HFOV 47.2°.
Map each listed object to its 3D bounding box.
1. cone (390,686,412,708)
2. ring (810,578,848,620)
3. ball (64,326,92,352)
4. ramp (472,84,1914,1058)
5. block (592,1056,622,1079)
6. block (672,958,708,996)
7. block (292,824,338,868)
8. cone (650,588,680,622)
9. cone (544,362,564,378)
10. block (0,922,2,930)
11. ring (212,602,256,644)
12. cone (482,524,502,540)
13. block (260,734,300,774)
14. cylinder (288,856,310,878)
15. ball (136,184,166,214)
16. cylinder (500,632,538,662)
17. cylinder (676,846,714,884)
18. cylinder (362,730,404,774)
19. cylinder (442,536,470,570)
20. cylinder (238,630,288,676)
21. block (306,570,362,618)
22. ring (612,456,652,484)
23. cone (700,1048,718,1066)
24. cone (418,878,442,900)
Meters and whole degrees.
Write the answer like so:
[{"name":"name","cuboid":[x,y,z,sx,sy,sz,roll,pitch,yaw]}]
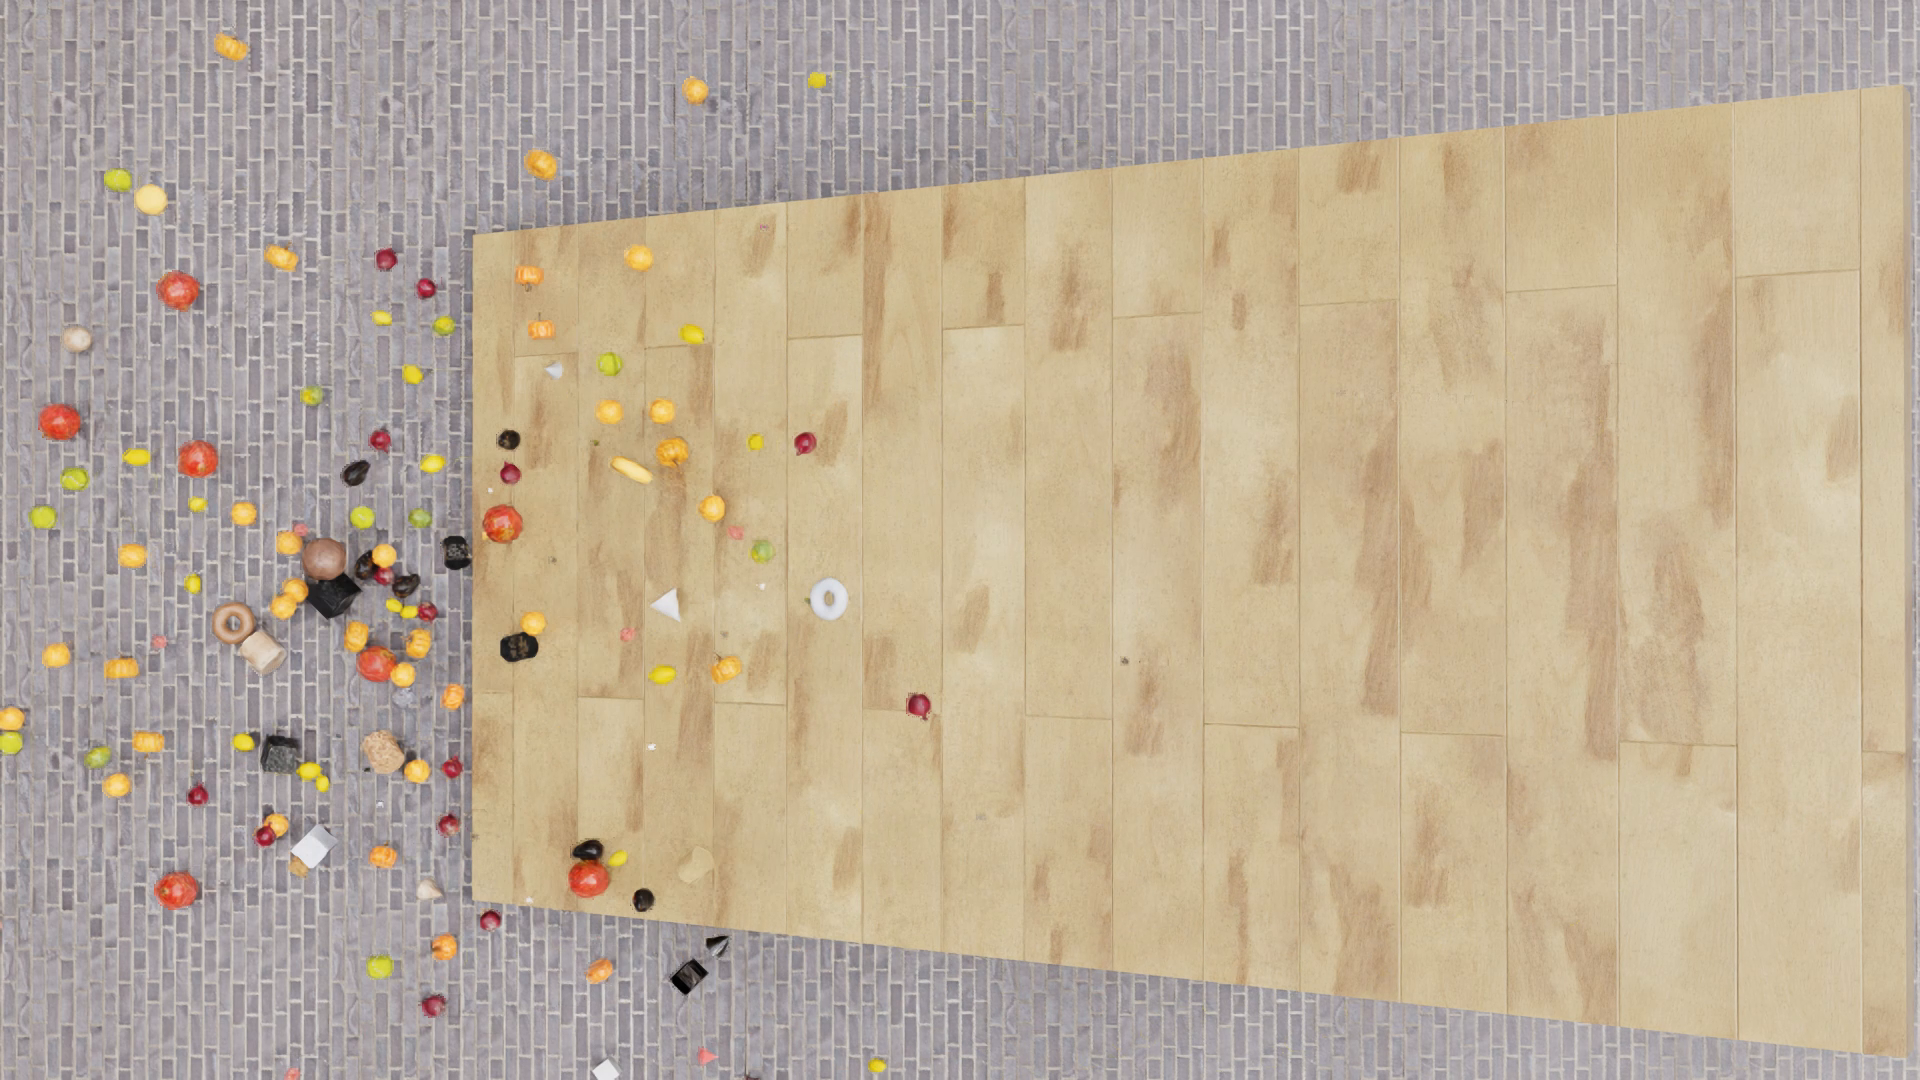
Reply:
[{"name":"cone","cuboid":[-1.703,0.476,6.643,0.071,0.071,0.071,0,91,14]},{"name":"ring","cuboid":[-0.352,0.159,5.904,0.116,0.039,0.116,0,90,30]},{"name":"ball","cuboid":[-2.674,-0.610,6.664,0.081,0.081,0.081,0,89,0]},{"name":"ramp","cuboid":[0.263,0.072,5.607,4.000,0.100,2.000,0,89,32]},{"name":"block","cuboid":[-1.068,1.606,6.655,0.059,0.059,0.059,-37,90,0]},{"name":"block","cuboid":[-0.817,1.319,6.636,0.067,0.067,0.067,45,124,9]},{"name":"block","cuboid":[-1.945,0.923,6.628,0.083,0.083,0.083,43,101,-7]},{"name":"cone","cuboid":[-0.808,0.195,6.153,0.089,0.089,0.089,-35,94,0]},{"name":"cone","cuboid":[-1.195,-0.498,6.421,0.052,0.052,0.052,0,89,32]},{"name":"block","cuboid":[-2.971,1.185,6.627,0.096,0.096,0.096,20,89,20]},{"name":"ring","cuboid":[-2.205,0.252,6.675,0.131,0.044,0.131,0,91,0]},{"name":"cone","cuboid":[-1.387,-0.016,6.551,0.054,0.054,0.054,19,90,3]},{"name":"block","cuboid":[-2.050,0.647,6.626,0.085,0.085,0.085,12,101,-27]},{"name":"cylinder","cuboid":[-1.995,0.981,6.661,0.058,0.058,0.058,31,90,0]},{"name":"ball","cuboid":[-2.451,-1.032,6.664,0.089,0.089,0.089,0,89,0]},{"name":"cylinder","cuboid":[-1.295,0.315,6.457,0.078,0.078,0.078,-14,89,31]},{"name":"cylinder","cuboid":[-0.735,0.904,6.103,0.076,0.076,0.076,48,121,0]},{"name":"cylinder","cuboid":[-1.737,0.640,6.625,0.095,0.095,0.095,-38,59,0]},{"name":"cylinder","cuboid":[-1.486,0.038,6.481,0.072,0.072,0.072,-15,58,0]},{"name":"cylinder","cuboid":[-2.105,0.339,6.642,0.099,0.099,0.099,44,90,6]},{"name":"block","cuboid":[-1.886,0.163,6.622,0.094,0.094,0.094,44,109,3]},{"name":"ring","cuboid":[-0.922,-0.197,6.176,0.126,0.126,0.042,27,90,0]},{"name":"cone","cuboid":[-0.759,1.568,6.669,0.052,0.052,0.052,5,89,-20]},{"name":"cone","cuboid":[-1.587,1.064,6.638,0.072,0.072,0.072,14,89,29]}]
